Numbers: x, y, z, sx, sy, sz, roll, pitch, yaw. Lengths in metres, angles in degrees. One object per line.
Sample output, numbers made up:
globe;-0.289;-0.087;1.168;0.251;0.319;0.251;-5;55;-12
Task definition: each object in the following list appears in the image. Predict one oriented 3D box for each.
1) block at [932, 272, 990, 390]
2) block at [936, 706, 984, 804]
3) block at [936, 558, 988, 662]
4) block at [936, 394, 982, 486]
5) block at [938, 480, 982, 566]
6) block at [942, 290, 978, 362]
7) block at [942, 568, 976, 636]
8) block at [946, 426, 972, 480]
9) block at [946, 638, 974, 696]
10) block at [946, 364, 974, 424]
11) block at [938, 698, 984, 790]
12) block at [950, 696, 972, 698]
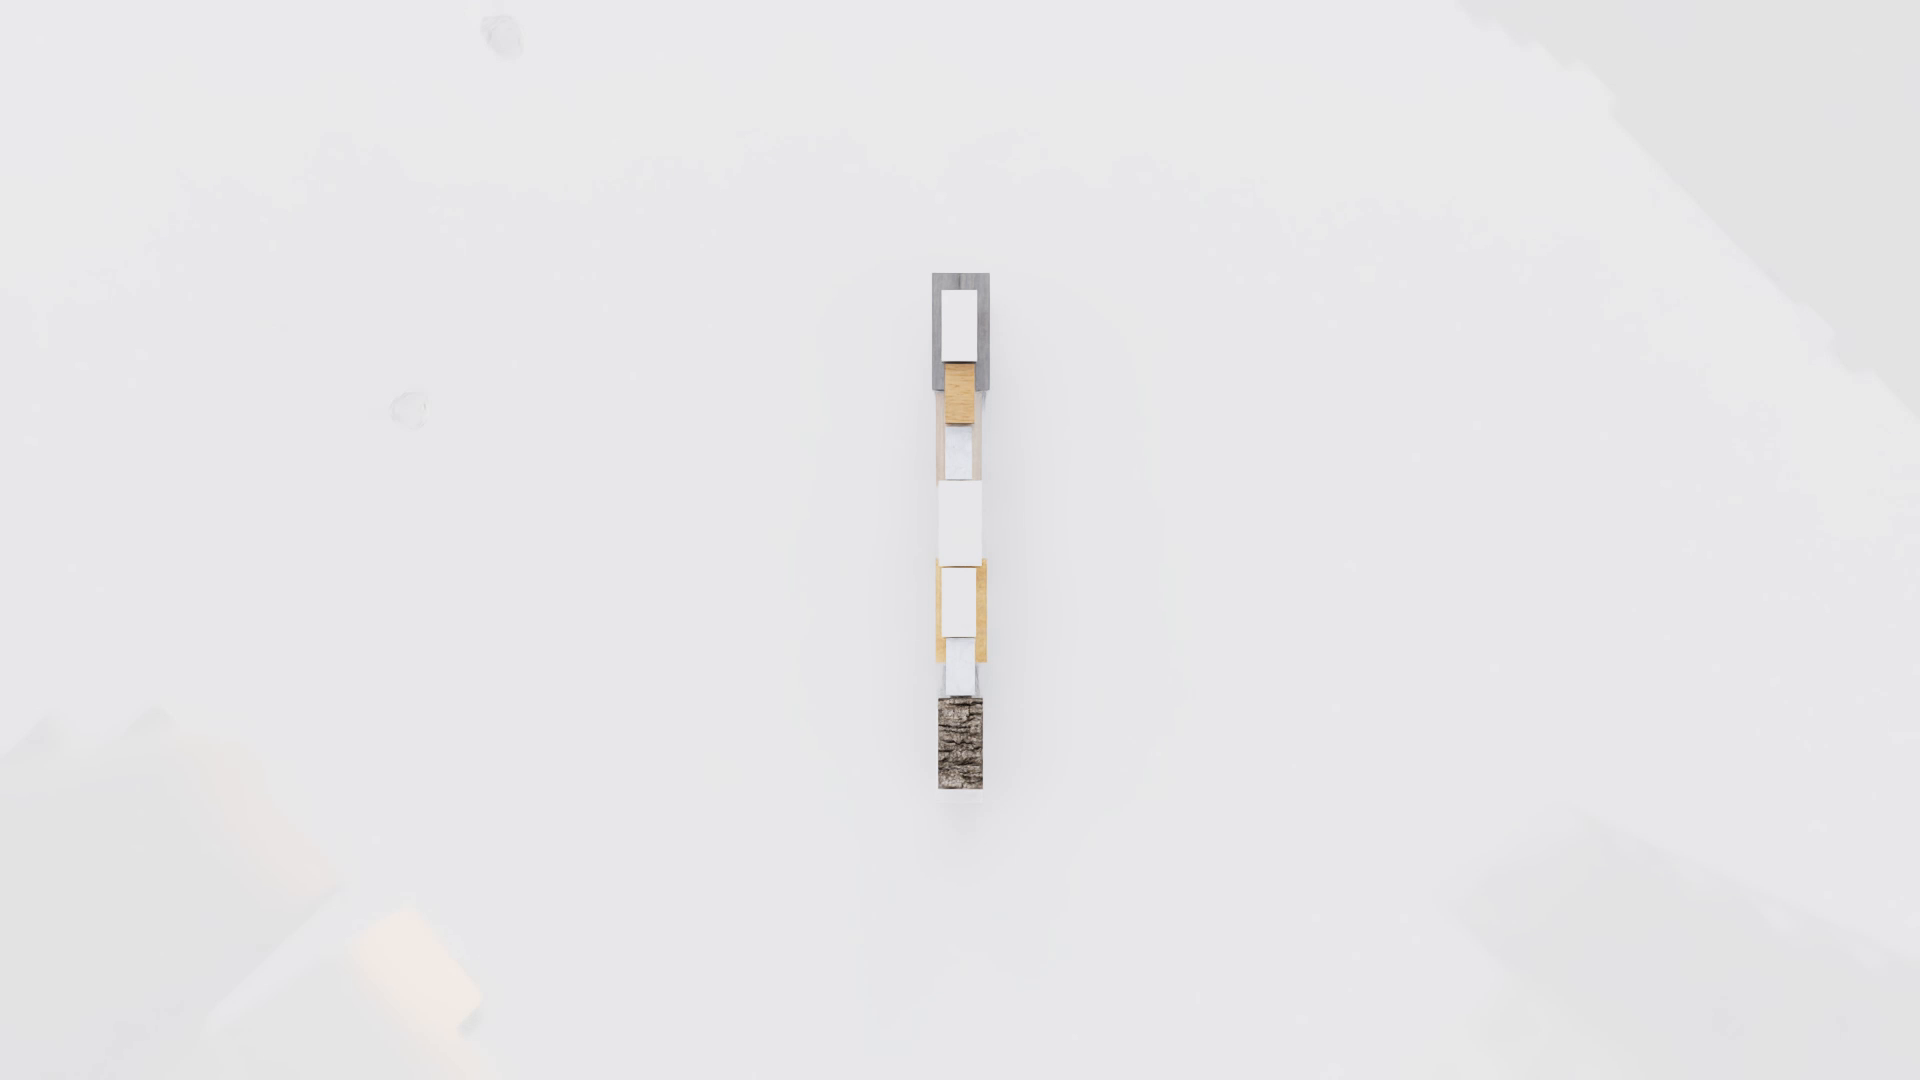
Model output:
block;0.003;-0.645;5.115;0.180;0.051;0.359;0;90;0
block;-0.002;0.676;5.181;0.149;0.042;0.298;0;90;0
block;0.004;0.220;5.154;0.162;0.046;0.323;0;90;0
block;-0.004;-0.316;5.190;0.145;0.041;0.290;0;90;0
block;0.001;-0.050;4.975;0.128;0.036;0.257;0;90;0
block;-0.002;-0.631;4.867;0.104;0.029;0.208;0;90;0
block;-0.003;0.185;4.912;0.102;0.029;0.204;0;90;0
block;-0.004;-0.263;4.999;0.080;0.023;0.159;0;90;0
block;0.002;0.379;4.947;0.086;0.024;0.172;0;90;0
block;0.000;-0.435;4.903;0.087;0.025;0.175;0;90;0
block;0.002;0.602;4.876;0.133;0.038;0.266;0;90;0
block;0.002;0.454;5.355;0.068;0.019;0.135;0;90;0
